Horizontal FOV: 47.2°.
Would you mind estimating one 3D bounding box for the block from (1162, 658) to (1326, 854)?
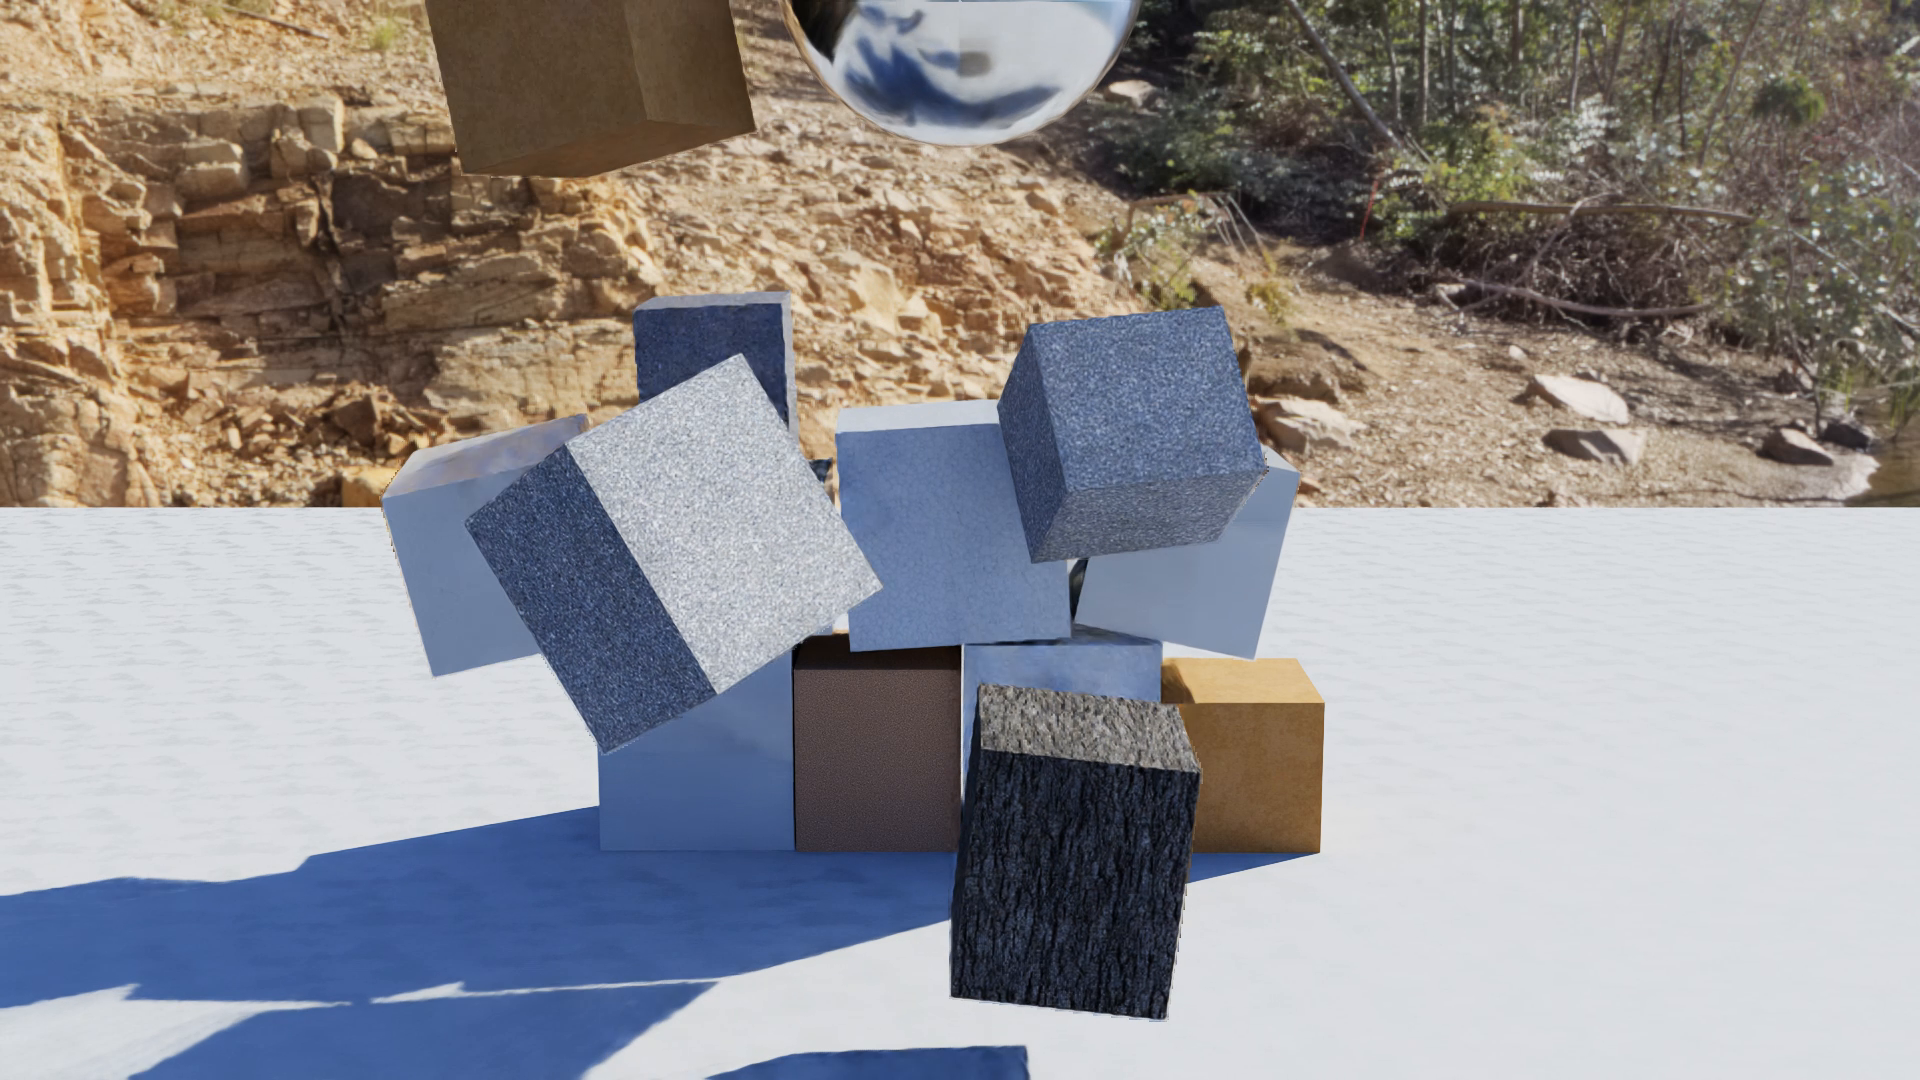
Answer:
[{"bbox_3d":[1.397,1.097,11.368,0.802,0.774,0.943,0,10,0],"label":"block"}]

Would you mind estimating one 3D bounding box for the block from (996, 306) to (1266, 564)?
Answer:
[{"bbox_3d":[0.762,-0.477,10.097,0.912,0.818,0.826,-7,-21,-13],"label":"block"}]

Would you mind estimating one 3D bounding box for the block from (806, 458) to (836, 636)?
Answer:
[{"bbox_3d":[-1.072,0.040,11.180,0.848,0.761,0.813,-3,10,0],"label":"block"}]

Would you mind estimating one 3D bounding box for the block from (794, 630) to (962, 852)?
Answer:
[{"bbox_3d":[-0.405,1.017,11.360,0.826,0.935,0.917,0,10,0],"label":"block"}]

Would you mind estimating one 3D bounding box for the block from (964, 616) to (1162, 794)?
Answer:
[{"bbox_3d":[0.503,0.950,11.331,0.968,1.077,1.031,0,10,0],"label":"block"}]

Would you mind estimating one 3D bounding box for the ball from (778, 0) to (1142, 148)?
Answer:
[{"bbox_3d":[0.000,-2.482,9.370,1.600,1.600,1.600,0,10,0],"label":"ball"}]

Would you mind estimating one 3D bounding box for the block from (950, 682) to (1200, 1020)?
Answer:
[{"bbox_3d":[0.412,1.158,8.360,0.789,0.947,0.893,6,12,-1],"label":"block"}]

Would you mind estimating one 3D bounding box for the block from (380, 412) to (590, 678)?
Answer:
[{"bbox_3d":[-2.197,0.003,10.787,0.890,0.897,0.987,-13,16,-2],"label":"block"}]

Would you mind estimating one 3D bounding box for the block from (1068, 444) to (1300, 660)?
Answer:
[{"bbox_3d":[1.090,-0.047,11.183,0.911,0.955,0.964,12,10,-4],"label":"block"}]

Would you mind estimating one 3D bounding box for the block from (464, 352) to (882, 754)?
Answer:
[{"bbox_3d":[-0.992,0.051,7.584,0.803,0.940,0.802,-33,3,-41],"label":"block"}]

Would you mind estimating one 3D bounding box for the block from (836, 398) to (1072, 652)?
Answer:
[{"bbox_3d":[-0.041,-0.106,11.132,1.081,1.078,0.995,-4,10,-1],"label":"block"}]

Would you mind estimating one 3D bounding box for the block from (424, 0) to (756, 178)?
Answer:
[{"bbox_3d":[-1.529,-2.033,9.126,0.876,0.850,0.933,-11,3,23],"label":"block"}]

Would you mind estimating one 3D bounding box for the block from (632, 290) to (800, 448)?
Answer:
[{"bbox_3d":[-1.197,-0.756,10.979,0.711,0.885,0.890,-3,10,-1],"label":"block"}]

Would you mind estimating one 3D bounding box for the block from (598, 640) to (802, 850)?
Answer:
[{"bbox_3d":[-1.317,0.957,11.336,0.970,1.061,0.846,0,10,0],"label":"block"}]
